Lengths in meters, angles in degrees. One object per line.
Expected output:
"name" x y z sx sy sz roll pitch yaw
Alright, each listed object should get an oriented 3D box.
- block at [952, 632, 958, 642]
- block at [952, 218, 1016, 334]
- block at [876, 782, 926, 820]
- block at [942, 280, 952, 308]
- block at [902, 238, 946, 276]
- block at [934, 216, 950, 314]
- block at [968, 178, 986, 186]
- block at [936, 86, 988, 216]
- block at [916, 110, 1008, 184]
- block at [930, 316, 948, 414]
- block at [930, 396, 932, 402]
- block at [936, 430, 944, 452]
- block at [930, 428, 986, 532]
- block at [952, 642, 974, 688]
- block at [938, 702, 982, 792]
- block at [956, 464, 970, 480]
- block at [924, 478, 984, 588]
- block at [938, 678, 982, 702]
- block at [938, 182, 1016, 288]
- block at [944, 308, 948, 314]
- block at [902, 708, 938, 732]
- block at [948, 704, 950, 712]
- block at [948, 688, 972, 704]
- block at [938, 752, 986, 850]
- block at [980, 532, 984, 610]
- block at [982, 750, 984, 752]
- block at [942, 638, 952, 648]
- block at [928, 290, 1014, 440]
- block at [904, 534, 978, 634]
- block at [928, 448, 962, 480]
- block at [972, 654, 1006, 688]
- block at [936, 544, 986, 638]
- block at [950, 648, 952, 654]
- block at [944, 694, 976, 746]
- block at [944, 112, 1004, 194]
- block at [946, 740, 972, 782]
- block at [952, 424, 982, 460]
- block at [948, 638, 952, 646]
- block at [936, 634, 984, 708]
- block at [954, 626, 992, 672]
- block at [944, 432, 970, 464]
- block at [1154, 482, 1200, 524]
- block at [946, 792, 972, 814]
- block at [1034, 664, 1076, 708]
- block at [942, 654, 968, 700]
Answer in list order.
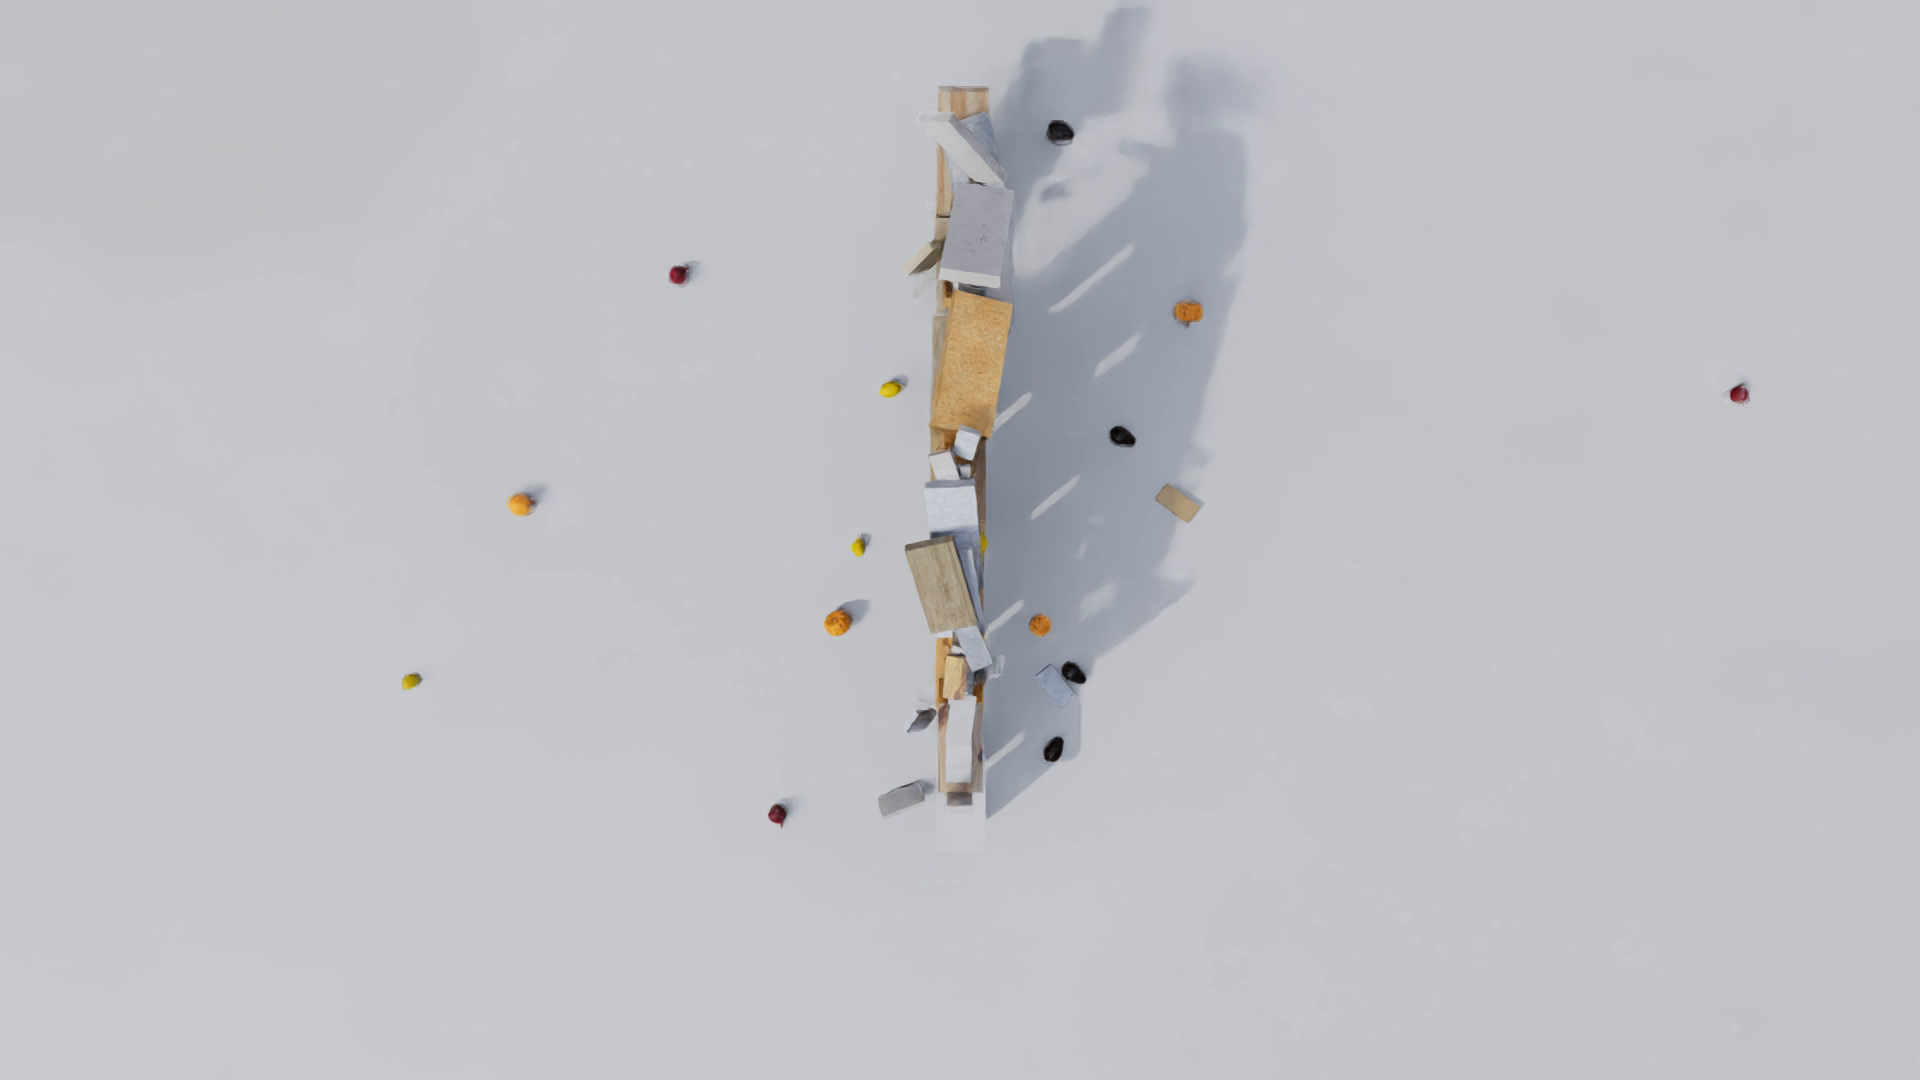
"block" 0.012 0.332 4.876 0.072 0.285 0.020 -2 66 -3
"block" 0.066 -0.769 4.746 0.170 0.048 0.340 4 73 -17
"block" -0.196 0.865 5.470 0.149 0.021 0.075 -21 54 0
"block" 0.009 -0.751 4.822 0.117 0.235 0.033 14 134 -14
"block" -0.102 -0.906 5.264 0.117 0.235 0.033 -41 90 21
"block" -0.002 -0.904 5.416 0.158 0.045 0.315 0 114 0
"block" 0.063 -1.167 5.202 0.052 0.015 0.104 -2 130 -24
"block" 0.005 -1.173 5.326 0.158 0.045 0.572 1 123 0
"block" 0.010 -1.183 4.973 0.117 0.355 0.033 13 78 34
"block" -0.008 -0.502 4.791 0.148 0.042 0.296 1 90 0
"block" -0.005 -0.287 5.134 0.171 0.048 0.342 0 90 0
"block" -0.006 -0.302 4.705 0.092 0.026 0.185 14 99 -2
"block" -0.005 -0.182 4.766 0.160 0.045 0.320 0 90 0
"block" 0.007 0.364 4.793 0.072 0.020 0.144 6 123 0
"block" 0.001 0.612 4.880 0.131 0.037 0.262 0 90 0
"block" -0.005 -0.047 4.713 0.063 0.018 0.381 3 121 3
"block" -0.014 -0.013 4.689 0.140 0.040 0.349 -3 124 4
"block" 0.000 0.488 5.029 0.131 0.262 0.037 0 107 0
"block" 0.050 -0.866 4.672 0.170 0.048 0.340 9 56 1
"block" -0.010 -0.656 4.766 0.051 0.015 0.103 -13 52 -11
"block" -0.123 0.555 5.092 0.019 0.136 0.068 41 105 21
"block" 0.000 0.555 4.835 0.074 0.021 0.148 2 102 0
"block" 0.000 0.457 4.851 0.074 0.021 0.148 0 90 0
"block" 0.004 0.821 5.178 0.150 0.043 0.301 0 90 0
"block" 0.002 0.116 4.994 0.140 0.040 0.280 0 90 0
"block" 0.004 0.721 5.350 0.150 0.301 0.043 0 90 0
"block" -0.006 0.230 4.961 0.091 0.026 0.183 1 91 -1
"block" 0.032 -0.489 4.626 0.170 0.048 0.388 11 83 -17
"block" -0.051 0.128 4.678 0.140 0.040 0.280 -12 117 9
"block" -0.039 -0.192 4.604 0.063 0.018 0.125 -13 122 11
"block" 0.078 0.388 4.877 0.018 0.127 0.063 37 46 -28
"block" -0.015 0.147 4.732 0.140 0.040 0.280 -6 118 6
"block" 0.001 0.398 5.022 0.069 0.020 0.139 0 93 0
"block" 0.002 0.522 4.797 0.074 0.021 0.148 8 87 0
"block" 0.043 -1.184 5.220 0.158 0.045 0.315 -20 134 -6
"block" -0.004 0.636 4.831 0.075 0.021 0.149 1 102 0
"block" 0.018 -0.270 4.585 0.063 0.125 0.018 19 58 1
"block" 0.004 0.227 4.821 0.091 0.026 0.183 -5 123 5
"block" -0.001 0.379 5.181 0.149 0.042 0.298 0 90 0
"block" 0.039 0.306 4.728 0.063 0.018 0.131 -22 79 -7
"block" -0.008 -0.254 4.653 0.071 0.020 0.142 -2 91 1
"block" 0.723 -0.123 5.490 0.136 0.019 0.068 37 90 0
"block" -0.002 0.750 4.934 0.075 0.445 0.021 0 95 0
"block" 0.318 0.487 5.490 0.068 0.019 0.136 -39 90 0
"block" -0.013 0.397 4.767 0.063 0.018 0.127 6 103 0
